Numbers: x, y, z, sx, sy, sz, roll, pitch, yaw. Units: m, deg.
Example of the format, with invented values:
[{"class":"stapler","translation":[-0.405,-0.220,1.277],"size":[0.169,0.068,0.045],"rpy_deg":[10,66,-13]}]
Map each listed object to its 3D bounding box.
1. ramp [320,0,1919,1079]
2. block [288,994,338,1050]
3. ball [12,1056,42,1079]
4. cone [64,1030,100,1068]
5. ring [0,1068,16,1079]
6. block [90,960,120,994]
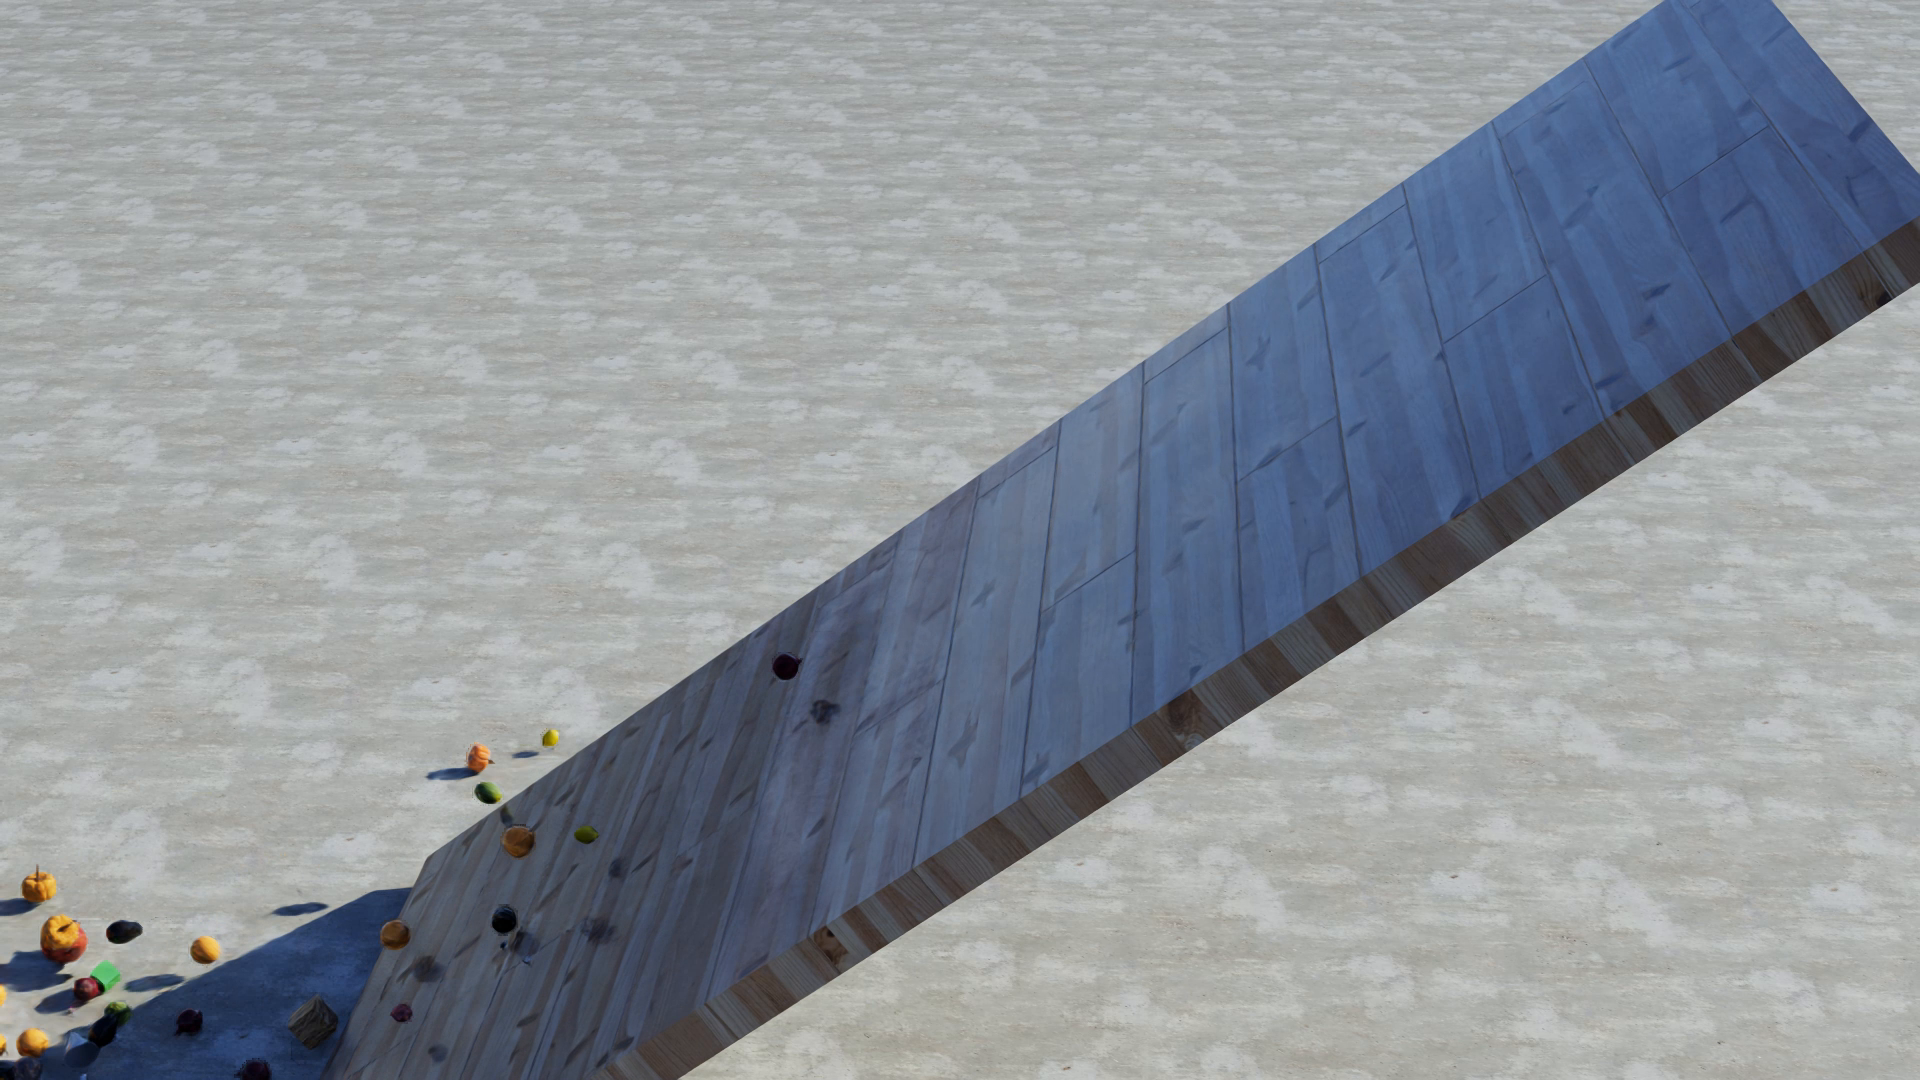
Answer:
[{"class":"ramp","translation":[0.128,0.180,6.324],"size":[4.000,0.100,2.000],"rpy_deg":[-34,16,17]},{"class":"block","translation":[-1.558,1.163,7.087],"size":[0.080,0.080,0.080],"rpy_deg":[-38,15,5]},{"class":"ball","translation":[-2.183,1.242,6.886],"size":[0.066,0.066,0.066],"rpy_deg":[0,23,0]},{"class":"cone","translation":[-2.107,1.199,7.016],"size":[0.084,0.084,0.084],"rpy_deg":[-13,45,-28]},{"class":"ring","translation":[-2.258,1.276,6.932],"size":[0.092,0.031,0.092],"rpy_deg":[0,24,0]},{"class":"block","translation":[-2.126,1.085,7.314],"size":[0.051,0.051,0.051],"rpy_deg":[41,55,10]}]
